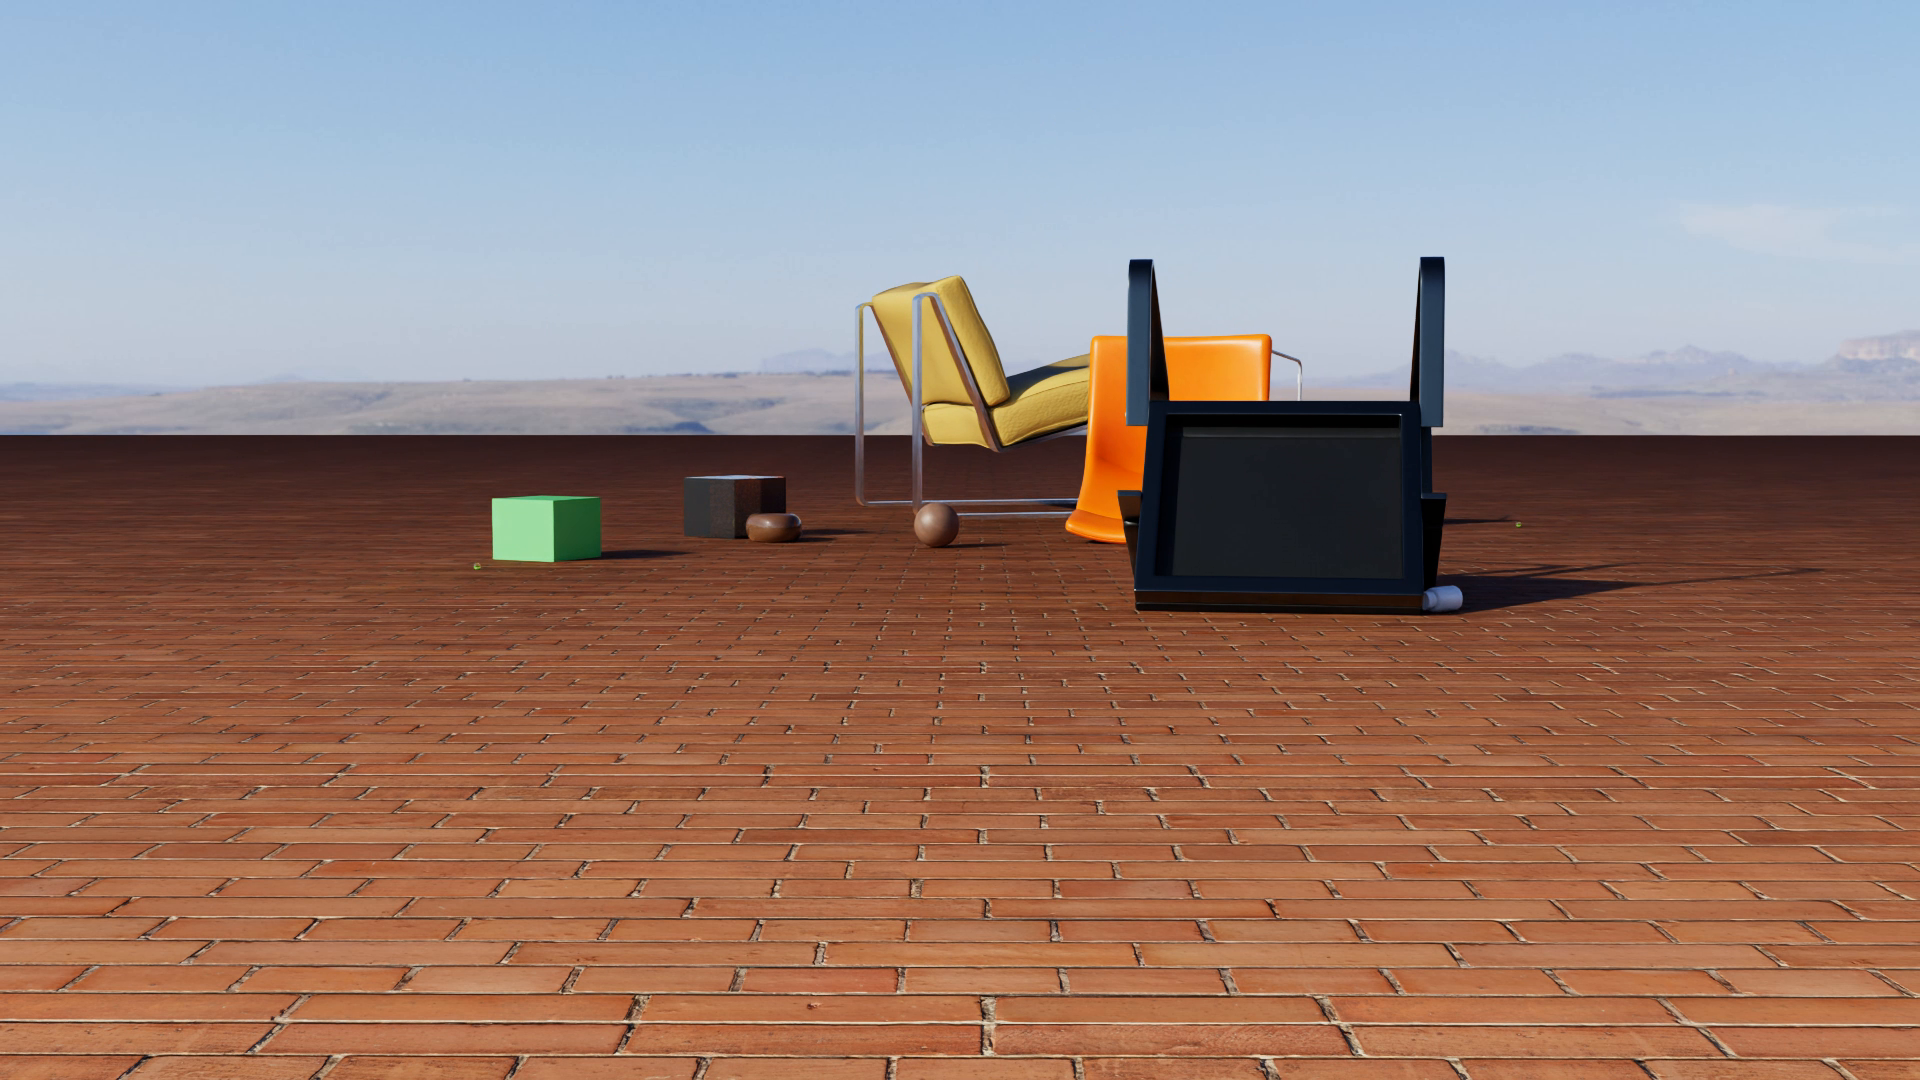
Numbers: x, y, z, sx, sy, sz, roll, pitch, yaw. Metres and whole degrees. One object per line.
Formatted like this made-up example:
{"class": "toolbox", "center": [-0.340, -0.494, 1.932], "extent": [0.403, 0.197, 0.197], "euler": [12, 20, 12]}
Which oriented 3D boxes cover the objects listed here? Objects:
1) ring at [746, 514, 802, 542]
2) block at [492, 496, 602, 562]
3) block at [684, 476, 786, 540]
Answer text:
{"class": "ring", "center": [-0.551, -0.037, 6.499], "extent": [0.157, 0.082, 0.213], "euler": [-1, 3, -28]}
{"class": "block", "center": [-1.097, -0.032, 5.844], "extent": [0.204, 0.160, 0.197], "euler": [2, 4, 29]}
{"class": "block", "center": [-0.686, -0.101, 6.709], "extent": [0.218, 0.180, 0.220], "euler": [3, 5, 39]}
